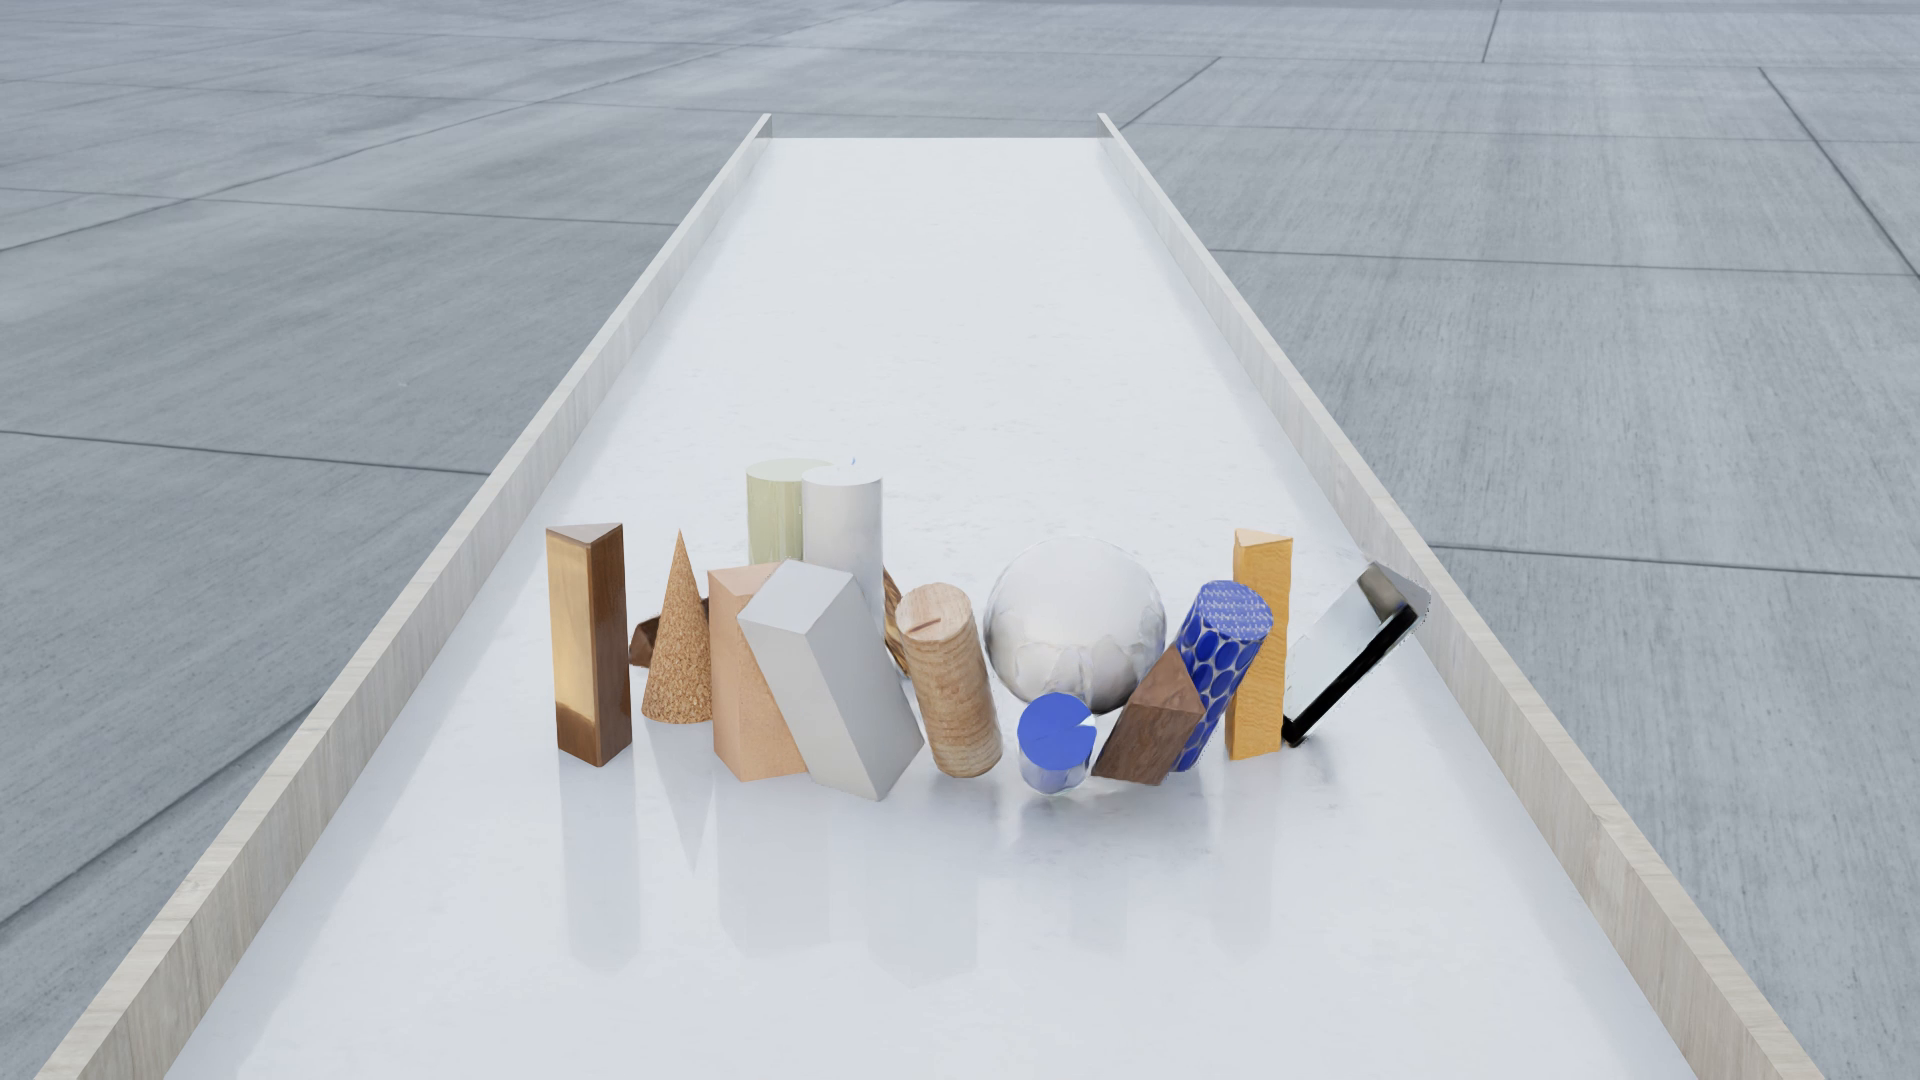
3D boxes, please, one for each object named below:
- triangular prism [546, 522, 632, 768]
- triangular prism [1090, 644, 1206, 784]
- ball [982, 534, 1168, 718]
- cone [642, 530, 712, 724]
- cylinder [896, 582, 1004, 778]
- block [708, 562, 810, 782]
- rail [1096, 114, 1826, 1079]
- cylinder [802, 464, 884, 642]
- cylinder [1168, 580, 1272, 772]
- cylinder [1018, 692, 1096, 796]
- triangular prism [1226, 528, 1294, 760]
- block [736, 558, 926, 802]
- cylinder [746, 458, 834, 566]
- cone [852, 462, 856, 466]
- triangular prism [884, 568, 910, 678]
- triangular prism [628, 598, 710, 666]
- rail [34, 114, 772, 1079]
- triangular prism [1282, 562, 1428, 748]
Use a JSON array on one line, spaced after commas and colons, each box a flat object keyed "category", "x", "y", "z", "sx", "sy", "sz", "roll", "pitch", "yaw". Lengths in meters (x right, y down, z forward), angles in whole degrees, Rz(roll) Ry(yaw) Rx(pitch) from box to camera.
[{"category": "triangular prism", "x": -0.639, "y": 0.178, "z": 3.902, "sx": 0.114, "sy": 0.413, "sz": 0.132, "roll": -15, "pitch": 22, "yaw": -41}, {"category": "triangular prism", "x": 0.311, "y": 0.289, "z": 3.638, "sx": 0.122, "sy": 0.106, "sz": 0.392, "roll": 9, "pitch": -23, "yaw": -2}, {"category": "ball", "x": 0.196, "y": 0.149, "z": 3.753, "sx": 0.316, "sy": 0.316, "sz": 0.316, "roll": 0, "pitch": 17, "yaw": 0}, {"category": "cone", "x": -0.518, "y": 0.146, "z": 4.110, "sx": 0.170, "sy": 0.356, "sz": 0.170, "roll": 0, "pitch": 17, "yaw": 0}, {"category": "cylinder", "x": -0.015, "y": 0.243, "z": 3.742, "sx": 0.128, "sy": 0.366, "sz": 0.128, "roll": -6, "pitch": 45, "yaw": 7}, {"category": "block", "x": -0.339, "y": 0.228, "z": 3.863, "sx": 0.158, "sy": 0.340, "sz": 0.158, "roll": -7, "pitch": 18, "yaw": -22}, {"category": "rail", "x": 0.932, "y": -0.844, "z": 7.801, "sx": 0.050, "sy": 0.150, "sz": 12.000, "roll": 0, "pitch": 17, "yaw": -1}, {"category": "cylinder", "x": -0.216, "y": 0.097, "z": 4.105, "sx": 0.149, "sy": 0.452, "sz": 0.149, "roll": 0, "pitch": 17, "yaw": 0}, {"category": "cylinder", "x": 0.408, "y": 0.237, "z": 3.773, "sx": 0.134, "sy": 0.356, "sz": 0.134, "roll": 11, "pitch": 44, "yaw": -11}, {"category": "cylinder", "x": 0.156, "y": 0.338, "z": 3.605, "sx": 0.123, "sy": 0.123, "sz": 0.340, "roll": 1, "pitch": -13, "yaw": 2}, {"category": "triangular prism", "x": 0.509, "y": 0.182, "z": 3.909, "sx": 0.108, "sy": 0.401, "sz": 0.094, "roll": -9, "pitch": 20, "yaw": -27}, {"category": "block", "x": -0.211, "y": 0.238, "z": 3.686, "sx": 0.145, "sy": 0.401, "sz": 0.145, "roll": 12, "pitch": 48, "yaw": 35}, {"category": "cylinder", "x": -0.329, "y": 0.052, "z": 4.355, "sx": 0.179, "sy": 0.397, "sz": 0.179, "roll": 0, "pitch": 17, "yaw": 0}, {"category": "cone", "x": -0.219, "y": -0.005, "z": 4.566, "sx": 0.126, "sy": 0.370, "sz": 0.126, "roll": 1, "pitch": 26, "yaw": 0}, {"category": "triangular prism", "x": -0.190, "y": 0.091, "z": 4.272, "sx": 0.077, "sy": 0.392, "sz": 0.089, "roll": 4, "pitch": 43, "yaw": 48}, {"category": "triangular prism", "x": -0.518, "y": 0.160, "z": 4.513, "sx": 0.100, "sy": 0.087, "sz": 0.402, "roll": 5, "pitch": 17, "yaw": 35}, {"category": "rail", "x": -1.118, "y": -0.838, "z": 7.780, "sx": 0.050, "sy": 0.150, "sz": 12.000, "roll": 0, "pitch": 17, "yaw": -1}, {"category": "triangular prism", "x": 0.703, "y": 0.210, "z": 3.967, "sx": 0.119, "sy": 0.344, "sz": 0.138, "roll": 6, "pitch": 40, "yaw": -51}]
